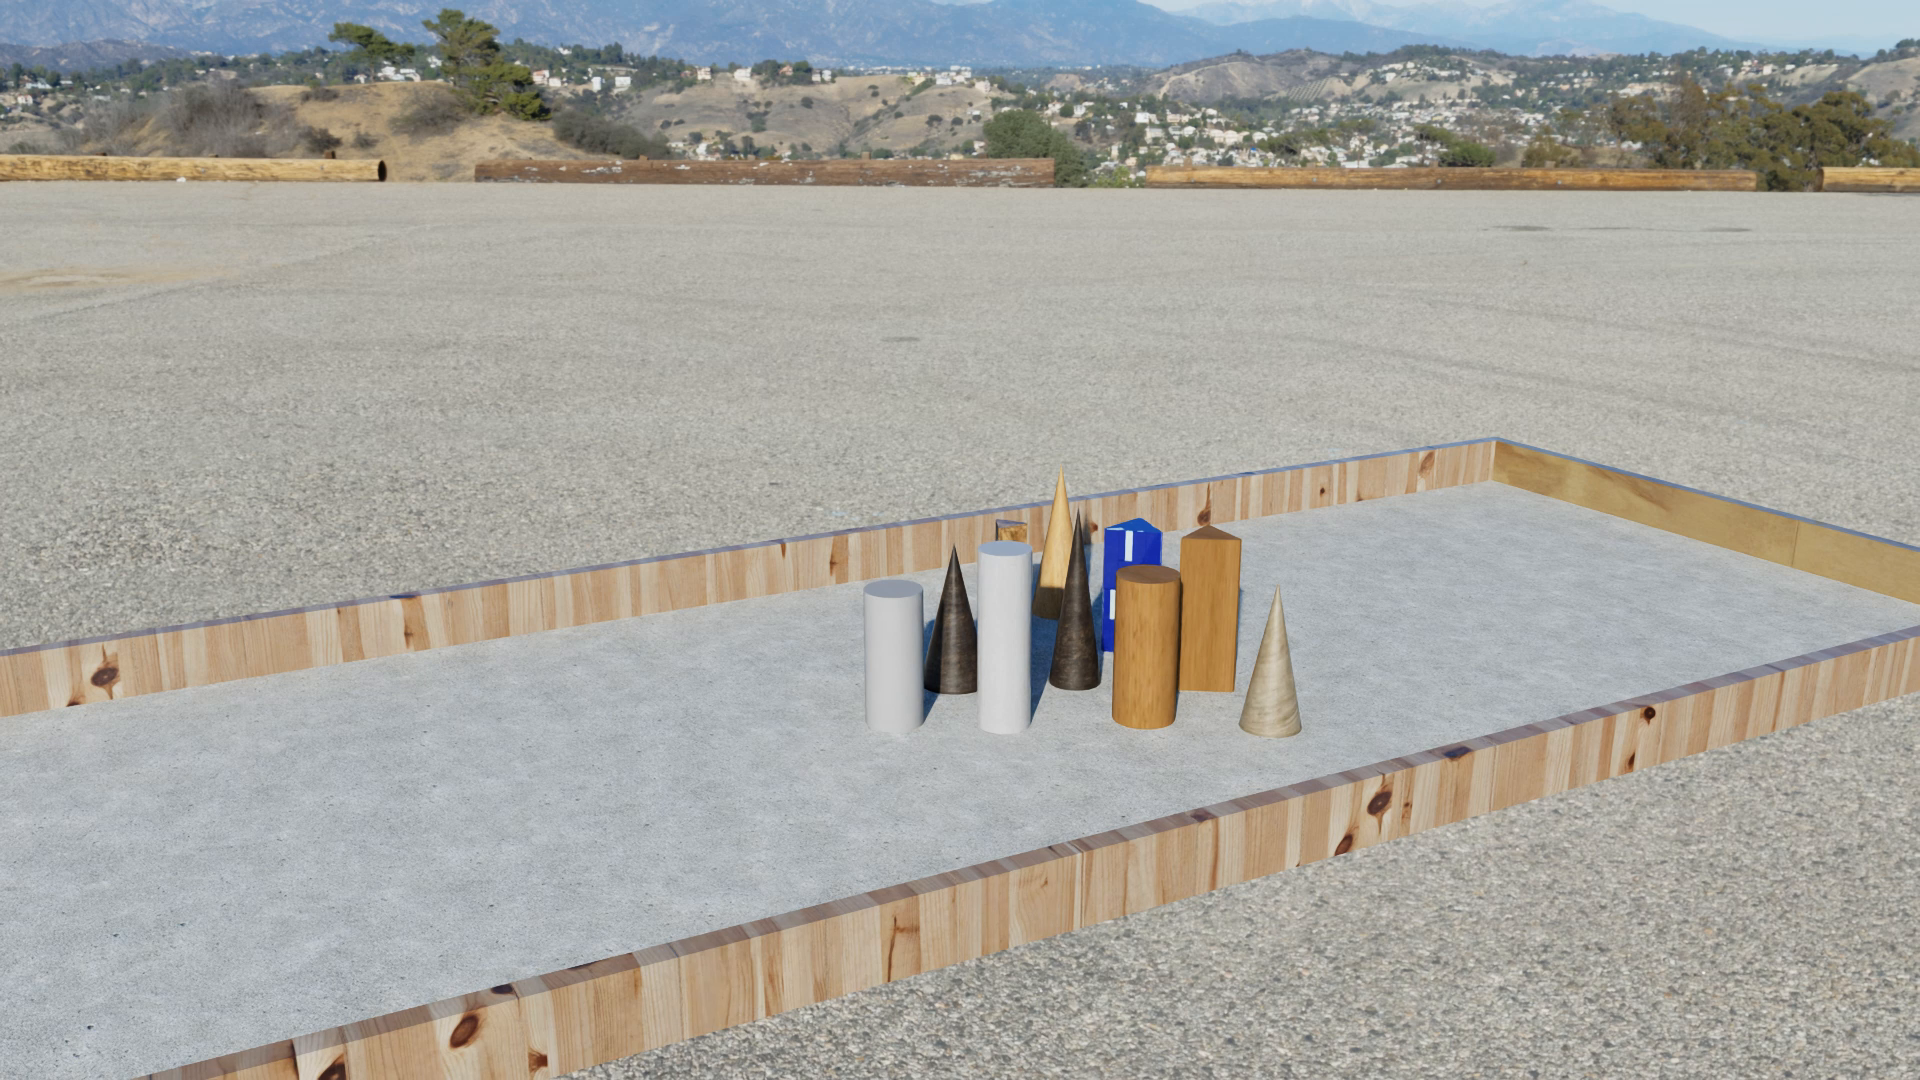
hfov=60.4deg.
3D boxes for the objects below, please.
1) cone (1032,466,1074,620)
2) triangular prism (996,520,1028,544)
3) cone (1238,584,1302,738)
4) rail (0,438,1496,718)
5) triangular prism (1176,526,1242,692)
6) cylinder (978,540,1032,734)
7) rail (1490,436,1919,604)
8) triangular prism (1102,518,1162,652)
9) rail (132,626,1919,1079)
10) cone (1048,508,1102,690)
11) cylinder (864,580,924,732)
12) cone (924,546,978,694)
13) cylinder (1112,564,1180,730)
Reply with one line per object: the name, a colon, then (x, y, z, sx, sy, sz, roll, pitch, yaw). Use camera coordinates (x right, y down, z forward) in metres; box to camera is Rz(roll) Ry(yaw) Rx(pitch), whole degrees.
cone: (0.280, -0.005, 4.611, 0.158, 0.430, 0.158, 0, 16, 0)
triangular prism: (0.117, 0.117, 4.353, 0.089, 0.340, 0.077, -11, 19, -32)
cone: (0.728, 0.265, 3.820, 0.146, 0.357, 0.146, 0, 16, 0)
rail: (-3.305, 0.497, 3.399, 12.000, 0.150, 0.050, -9, 18, -27)
triangular prism: (0.611, 0.168, 4.088, 0.143, 0.392, 0.124, 1, 16, 5)
cylinder: (0.103, 0.225, 3.824, 0.126, 0.430, 0.126, 0, 16, 0)
rail: (2.466, -0.048, 5.253, 0.050, 0.150, 2.100, -9, 18, -27)
triangular prism: (0.462, 0.119, 4.355, 0.149, 0.335, 0.129, 4, 17, 14)
rail: (-2.336, 1.006, 1.665, 12.000, 0.150, 0.050, -9, 18, -27)
cone: (0.289, 0.136, 4.083, 0.132, 0.457, 0.132, 0, 16, 0)
cylinder: (-0.154, 0.270, 3.852, 0.139, 0.329, 0.139, 0, 16, 0)
cone: (-0.014, 0.181, 4.090, 0.172, 0.365, 0.172, 0, 16, 0)
cylinder: (0.436, 0.250, 3.871, 0.150, 0.357, 0.150, 0, 16, 0)
